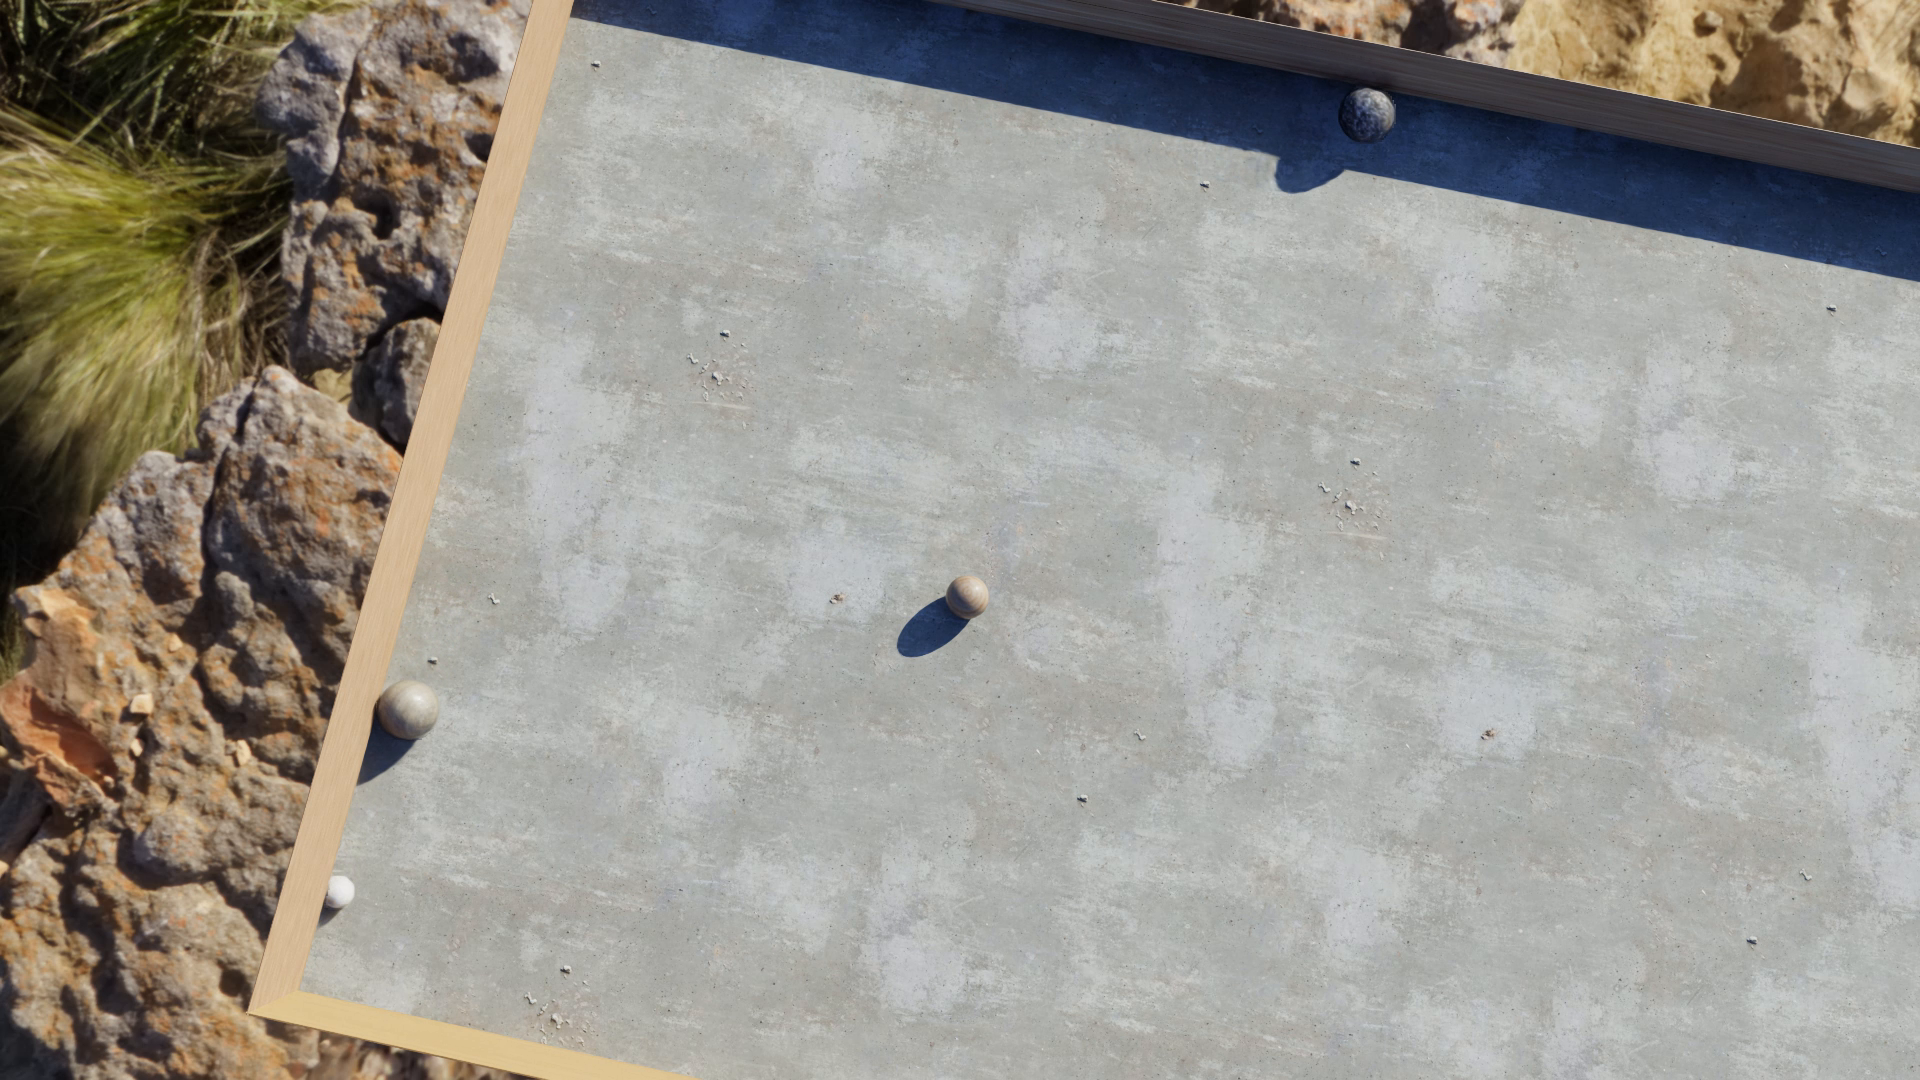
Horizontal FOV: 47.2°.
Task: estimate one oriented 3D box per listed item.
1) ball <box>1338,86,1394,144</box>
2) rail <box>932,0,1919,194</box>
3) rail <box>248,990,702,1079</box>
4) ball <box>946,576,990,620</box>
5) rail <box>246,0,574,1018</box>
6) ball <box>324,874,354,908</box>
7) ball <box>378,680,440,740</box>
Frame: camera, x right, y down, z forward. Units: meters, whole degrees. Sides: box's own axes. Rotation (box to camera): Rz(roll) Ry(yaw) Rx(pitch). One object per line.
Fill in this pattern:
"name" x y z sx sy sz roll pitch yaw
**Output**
"ball" 0.643 -0.673 3.482 0.088 0.088 0.088 0 76 0
"rail" 0.997 -0.668 3.465 3.334 0.115 0.045 12 77 3
"rail" 0.633 0.993 3.063 3.334 0.115 0.045 12 77 3
"ball" 0.011 0.086 3.309 0.066 0.066 0.066 0 76 0
"rail" -0.792 -0.169 3.345 0.045 0.115 1.795 12 77 3
"ball" -0.910 0.514 3.214 0.048 0.048 0.048 0 76 0
"ball" -0.816 0.251 3.257 0.089 0.089 0.089 0 76 0
